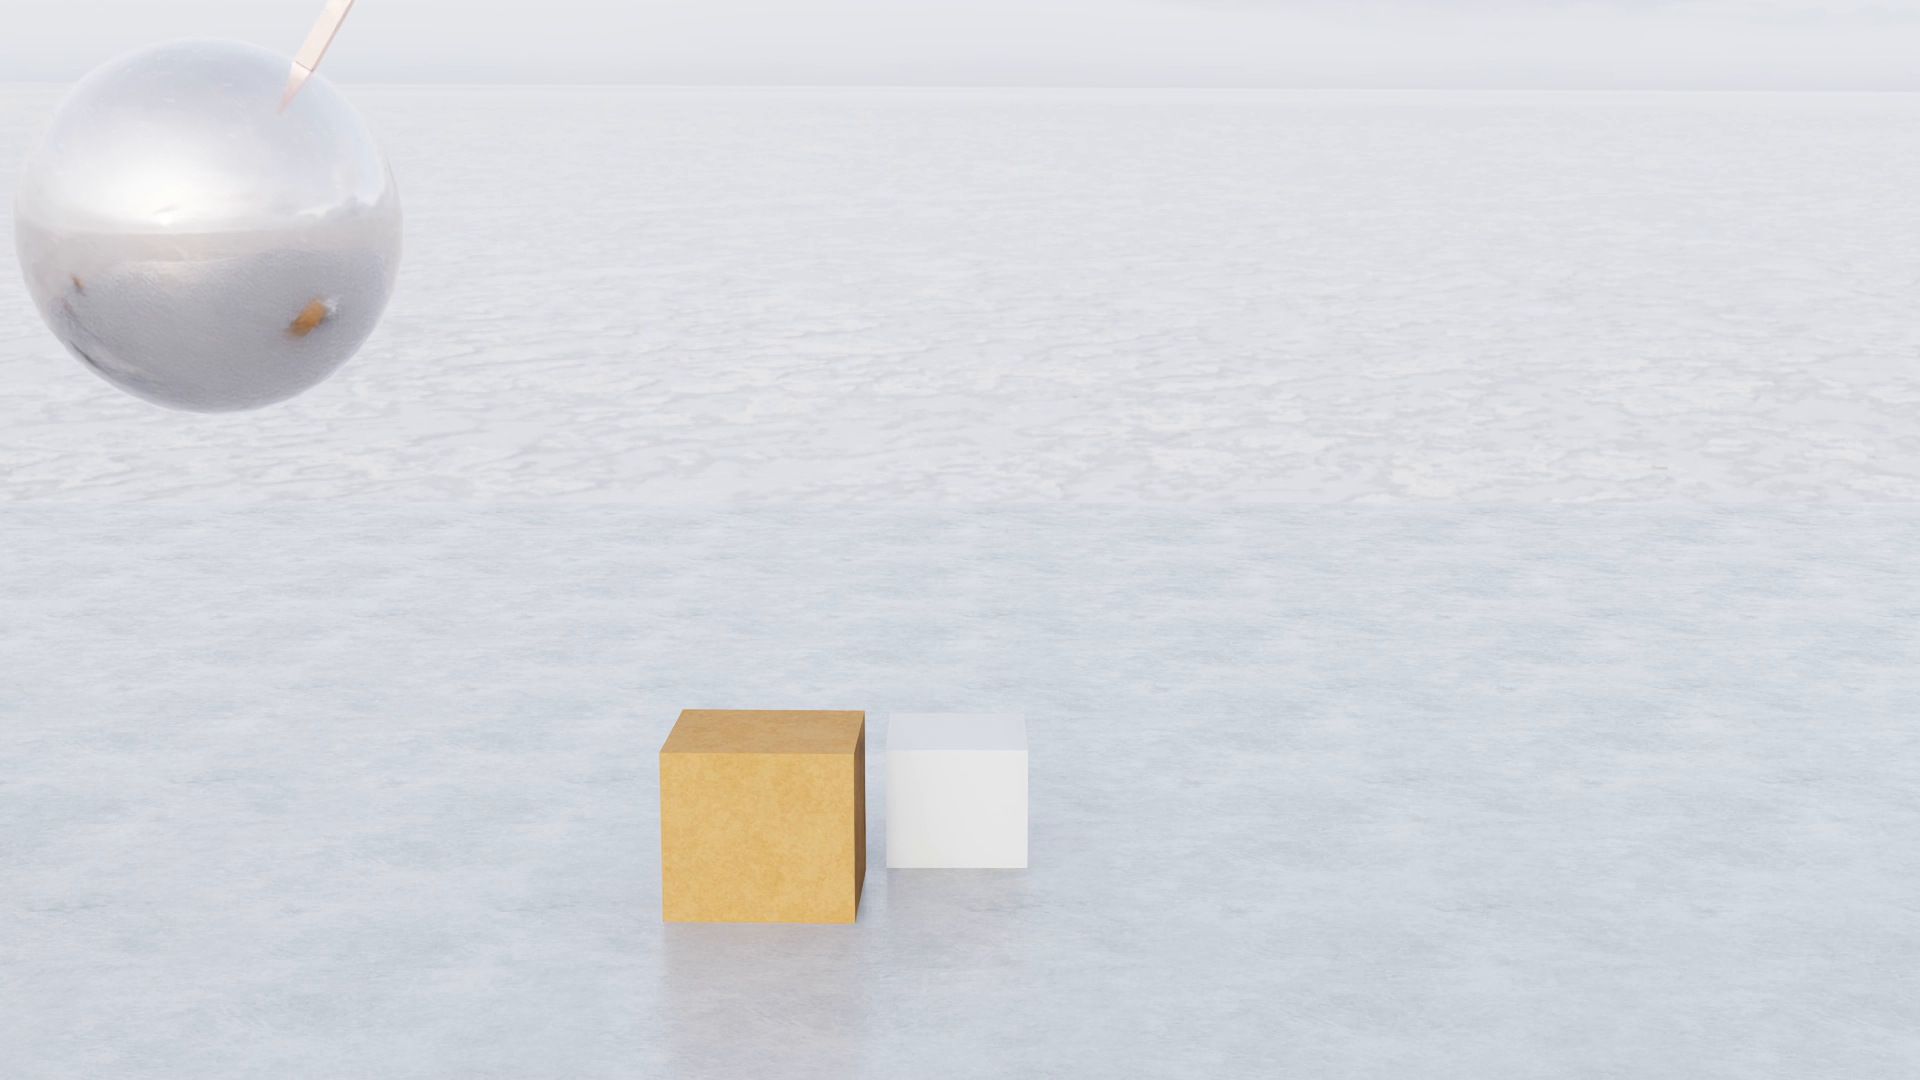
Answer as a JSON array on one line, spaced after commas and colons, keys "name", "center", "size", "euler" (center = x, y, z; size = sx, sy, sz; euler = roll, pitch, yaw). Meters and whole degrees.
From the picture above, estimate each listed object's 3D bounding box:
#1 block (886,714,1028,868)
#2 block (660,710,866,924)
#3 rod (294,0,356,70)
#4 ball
[{"name": "block", "center": [-0.014, 1.141, 11.771], "size": [0.631, 0.543, 0.670], "euler": [0, 10, 0]}, {"name": "block", "center": [-0.833, 1.177, 11.046], "size": [0.807, 0.732, 0.744], "euler": [0, 10, 1]}, {"name": "rod", "center": [-1.381, -4.169, 10.422], "size": [0.080, 5.200, 0.080], "euler": [32, 9, -5]}, {"name": "ball", "center": [-3.188, -1.335, 10.938], "size": [1.600, 1.600, 1.600], "euler": [0, 10, 0]}]
